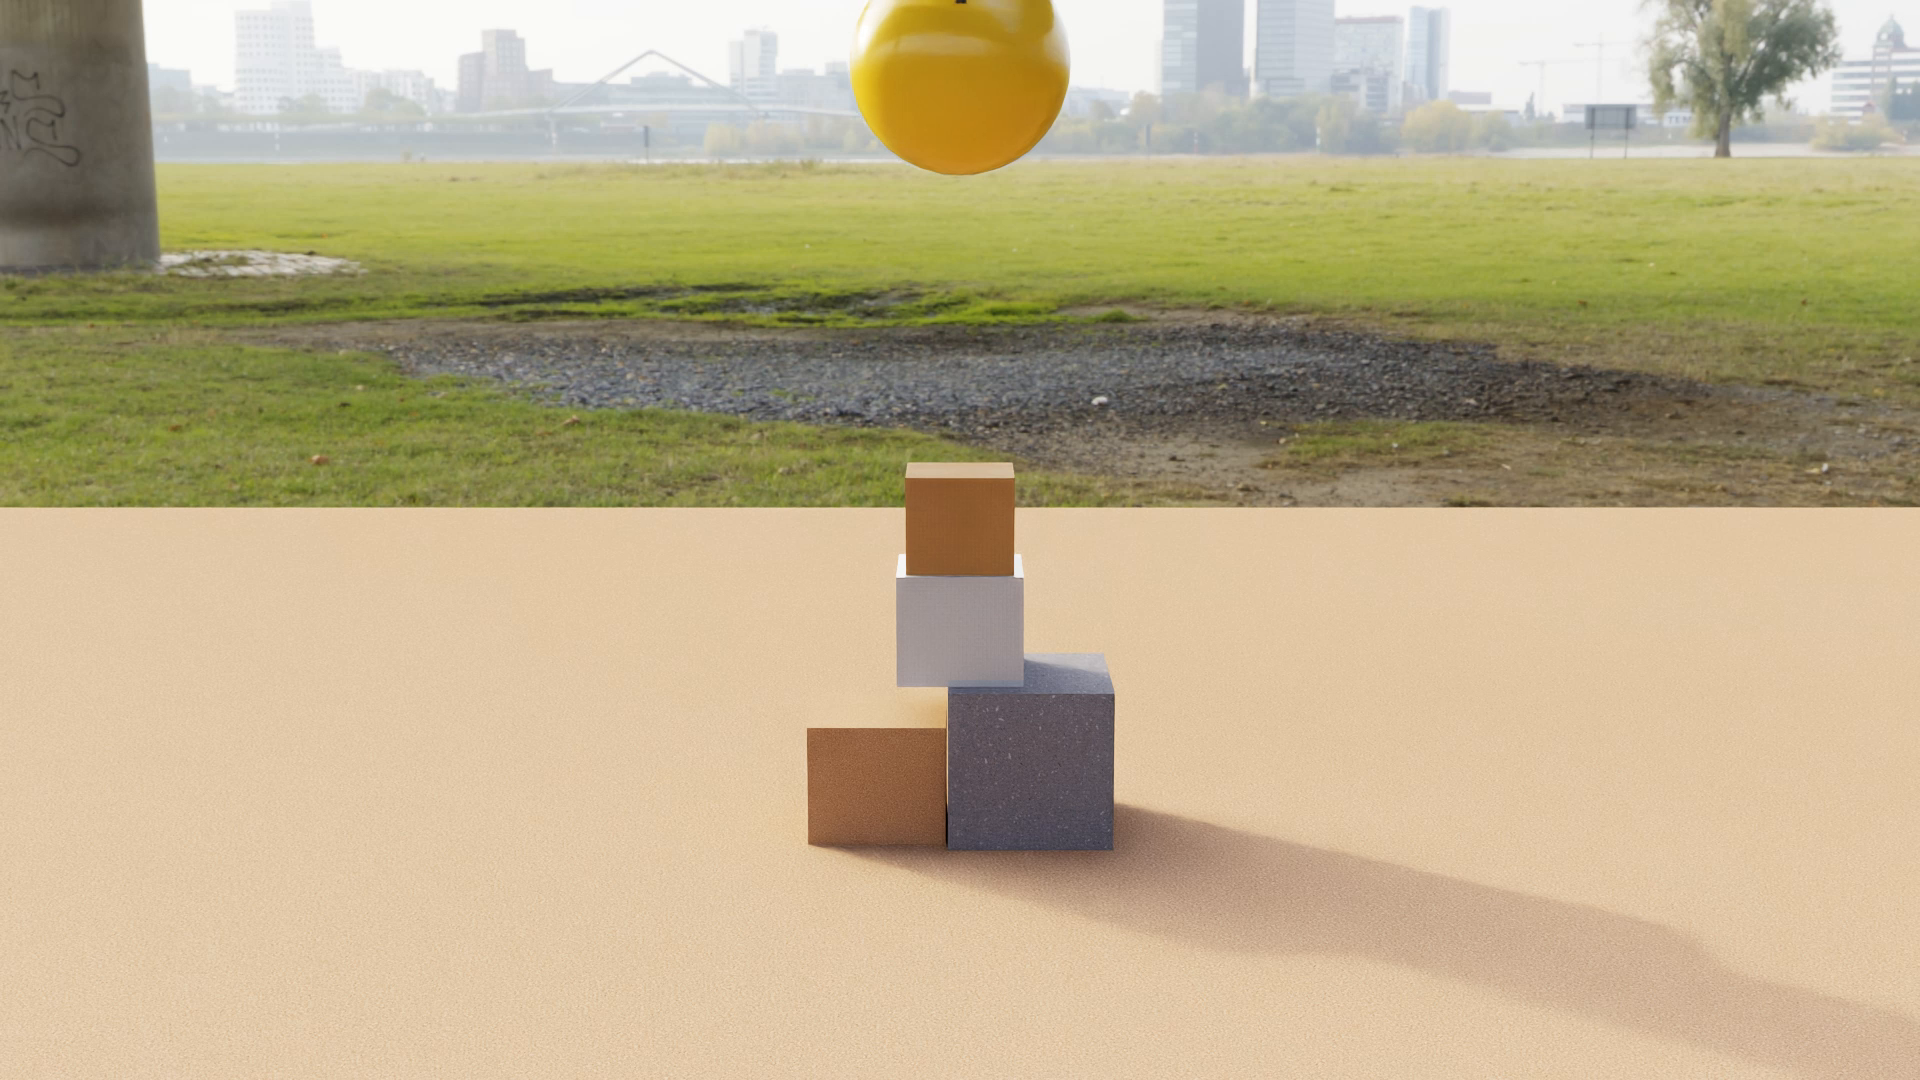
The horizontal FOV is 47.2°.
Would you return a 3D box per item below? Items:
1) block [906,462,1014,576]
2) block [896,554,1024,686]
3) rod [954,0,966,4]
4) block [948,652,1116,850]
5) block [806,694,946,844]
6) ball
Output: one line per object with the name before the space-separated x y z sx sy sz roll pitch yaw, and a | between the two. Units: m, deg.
block | 0.000 -0.112 11.170 0.541 0.490 0.524 0 10 0
block | 0.000 0.405 11.258 0.635 0.559 0.619 0 10 0
rod | 0.000 -4.614 12.612 0.080 0.080 5.200 0 -20 0
block | 0.353 1.079 11.373 0.827 0.808 0.880 0 10 0
block | -0.419 1.178 11.393 0.696 0.607 0.688 0 10 0
ball | 0.000 -3.425 15.797 1.600 1.600 1.600 0 10 0
